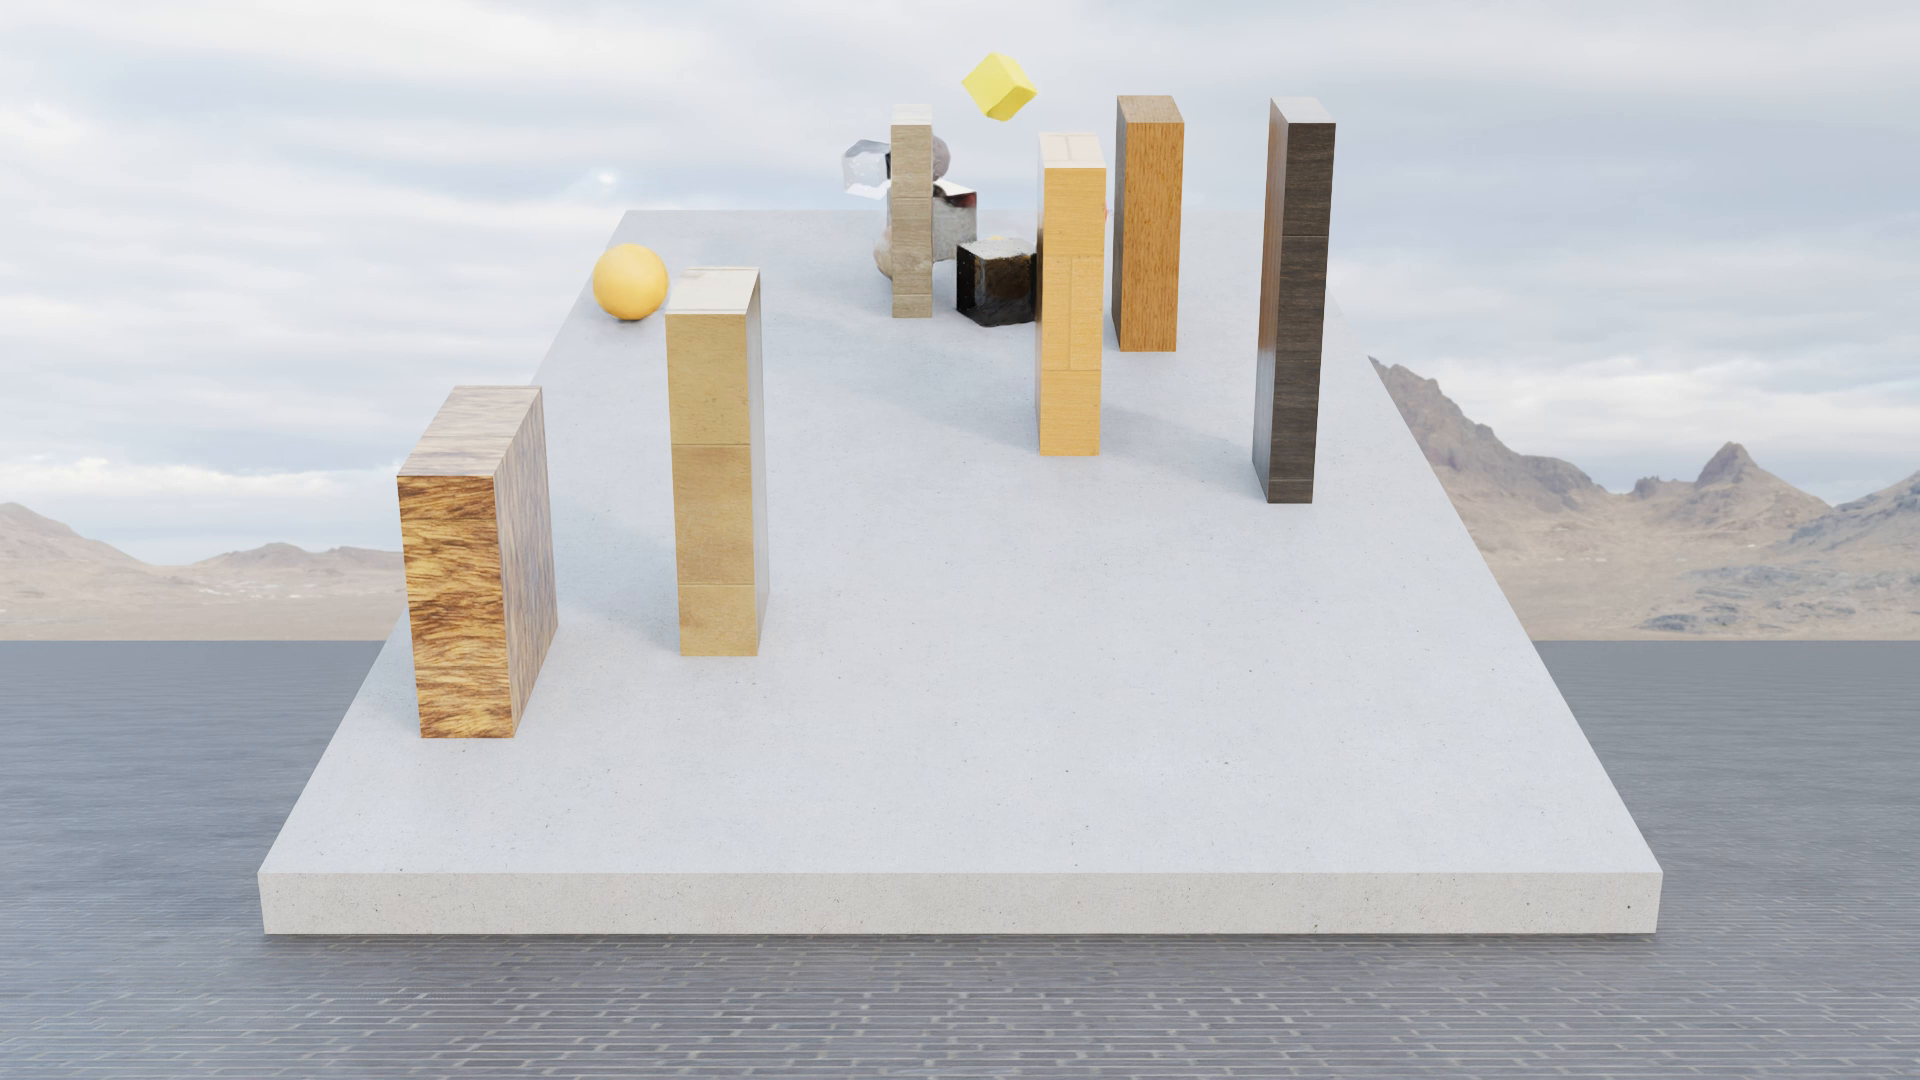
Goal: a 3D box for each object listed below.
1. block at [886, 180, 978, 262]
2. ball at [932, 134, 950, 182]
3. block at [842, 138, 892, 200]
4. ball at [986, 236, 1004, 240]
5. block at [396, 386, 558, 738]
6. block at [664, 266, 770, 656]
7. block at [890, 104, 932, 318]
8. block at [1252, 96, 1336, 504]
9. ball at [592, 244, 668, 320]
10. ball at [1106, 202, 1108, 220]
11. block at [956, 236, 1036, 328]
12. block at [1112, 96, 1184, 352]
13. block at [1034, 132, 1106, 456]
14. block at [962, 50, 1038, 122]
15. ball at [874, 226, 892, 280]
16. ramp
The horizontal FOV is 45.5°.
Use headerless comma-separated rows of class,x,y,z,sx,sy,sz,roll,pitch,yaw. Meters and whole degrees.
block,-0.080,-0.899,6.463,0.183,0.183,0.183,-14,26,-32
ball,-0.096,-1.080,6.482,0.139,0.139,0.139,0,-2,0
block,-0.256,-1.061,6.554,0.117,0.117,0.117,14,39,24
ball,0.099,-0.726,6.035,0.147,0.147,0.147,0,-2,0
block,-0.785,0.026,3.777,0.147,0.446,0.448,0,22,0
block,-0.415,-0.138,3.969,0.131,0.610,0.295,0,22,0
block,-0.123,-0.850,5.914,0.102,0.498,0.267,0,22,0
block,0.668,-0.481,4.617,0.091,0.774,0.261,0,22,0
ball,-0.839,-0.657,5.835,0.194,0.194,0.194,0,-2,0
ball,0.313,-0.904,6.295,0.187,0.187,0.187,0,-2,0
block,0.107,-0.662,5.874,0.178,0.178,0.178,-9,24,-22
block,0.460,-0.786,5.667,0.136,0.563,0.342,0,22,0
block,0.234,-0.536,4.956,0.126,0.623,0.361,0,22,0
block,0.110,-1.255,6.348,0.125,0.125,0.125,-40,-19,24
ball,-0.153,-0.774,6.178,0.160,0.160,0.160,0,-2,0
ramp,-0.006,-0.219,5.136,2.000,0.100,4.000,0,22,0
